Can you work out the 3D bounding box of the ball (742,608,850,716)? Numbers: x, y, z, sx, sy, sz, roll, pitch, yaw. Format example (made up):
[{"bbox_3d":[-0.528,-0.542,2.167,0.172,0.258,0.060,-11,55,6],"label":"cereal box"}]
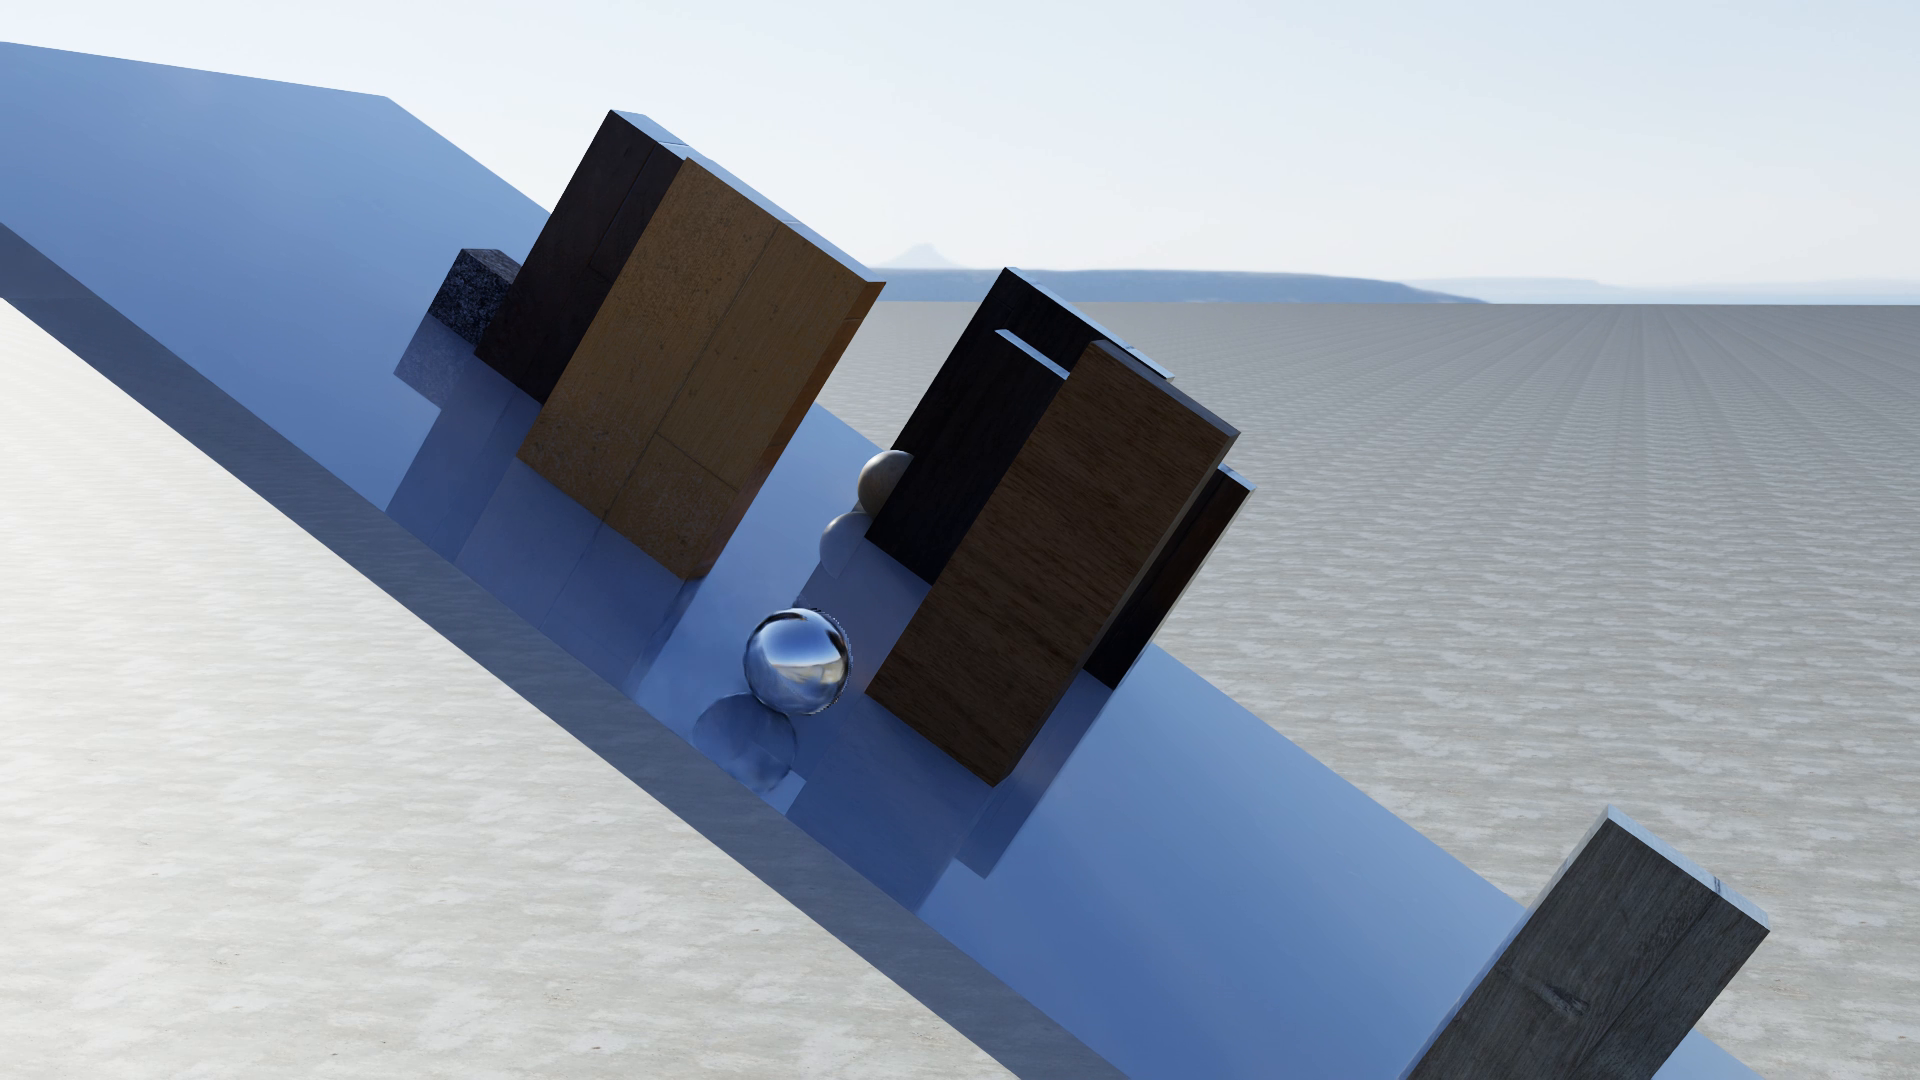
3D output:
[{"bbox_3d":[-0.253,0.188,3.406,0.165,0.165,0.165,0,7,0],"label":"ball"}]

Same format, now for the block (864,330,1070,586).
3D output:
[{"bbox_3d":[0.105,-0.103,4.394,0.389,0.500,0.089,36,15,10],"label":"block"}]

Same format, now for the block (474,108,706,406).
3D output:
[{"bbox_3d":[-0.627,-0.484,4.055,0.293,0.528,0.145,36,15,10],"label":"block"}]

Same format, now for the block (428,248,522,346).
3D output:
[{"bbox_3d":[-0.891,-0.455,4.180,0.141,0.141,0.141,36,15,10],"label":"block"}]

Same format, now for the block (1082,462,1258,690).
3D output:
[{"bbox_3d":[0.305,-0.010,4.504,0.384,0.501,0.087,36,15,10],"label":"block"}]

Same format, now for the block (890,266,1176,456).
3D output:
[{"bbox_3d":[0.135,-0.245,4.794,0.427,0.554,0.092,36,15,10],"label":"block"}]

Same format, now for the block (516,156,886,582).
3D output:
[{"bbox_3d":[-0.438,-0.284,3.680,0.371,0.596,0.098,36,15,10],"label":"block"}]

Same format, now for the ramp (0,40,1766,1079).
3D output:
[{"bbox_3d":[-0.126,0.212,4.099,4.000,0.100,2.000,36,15,10],"label":"ramp"}]

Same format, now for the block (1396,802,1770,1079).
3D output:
[{"bbox_3d":[0.770,0.691,2.936,0.242,0.664,0.084,36,15,10],"label":"block"}]

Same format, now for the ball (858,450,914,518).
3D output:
[{"bbox_3d":[-0.136,-0.109,4.588,0.157,0.157,0.157,0,7,0],"label":"ball"}]

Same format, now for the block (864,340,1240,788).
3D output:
[{"bbox_3d":[0.147,0.041,3.632,0.271,0.707,0.106,36,15,10],"label":"block"}]
